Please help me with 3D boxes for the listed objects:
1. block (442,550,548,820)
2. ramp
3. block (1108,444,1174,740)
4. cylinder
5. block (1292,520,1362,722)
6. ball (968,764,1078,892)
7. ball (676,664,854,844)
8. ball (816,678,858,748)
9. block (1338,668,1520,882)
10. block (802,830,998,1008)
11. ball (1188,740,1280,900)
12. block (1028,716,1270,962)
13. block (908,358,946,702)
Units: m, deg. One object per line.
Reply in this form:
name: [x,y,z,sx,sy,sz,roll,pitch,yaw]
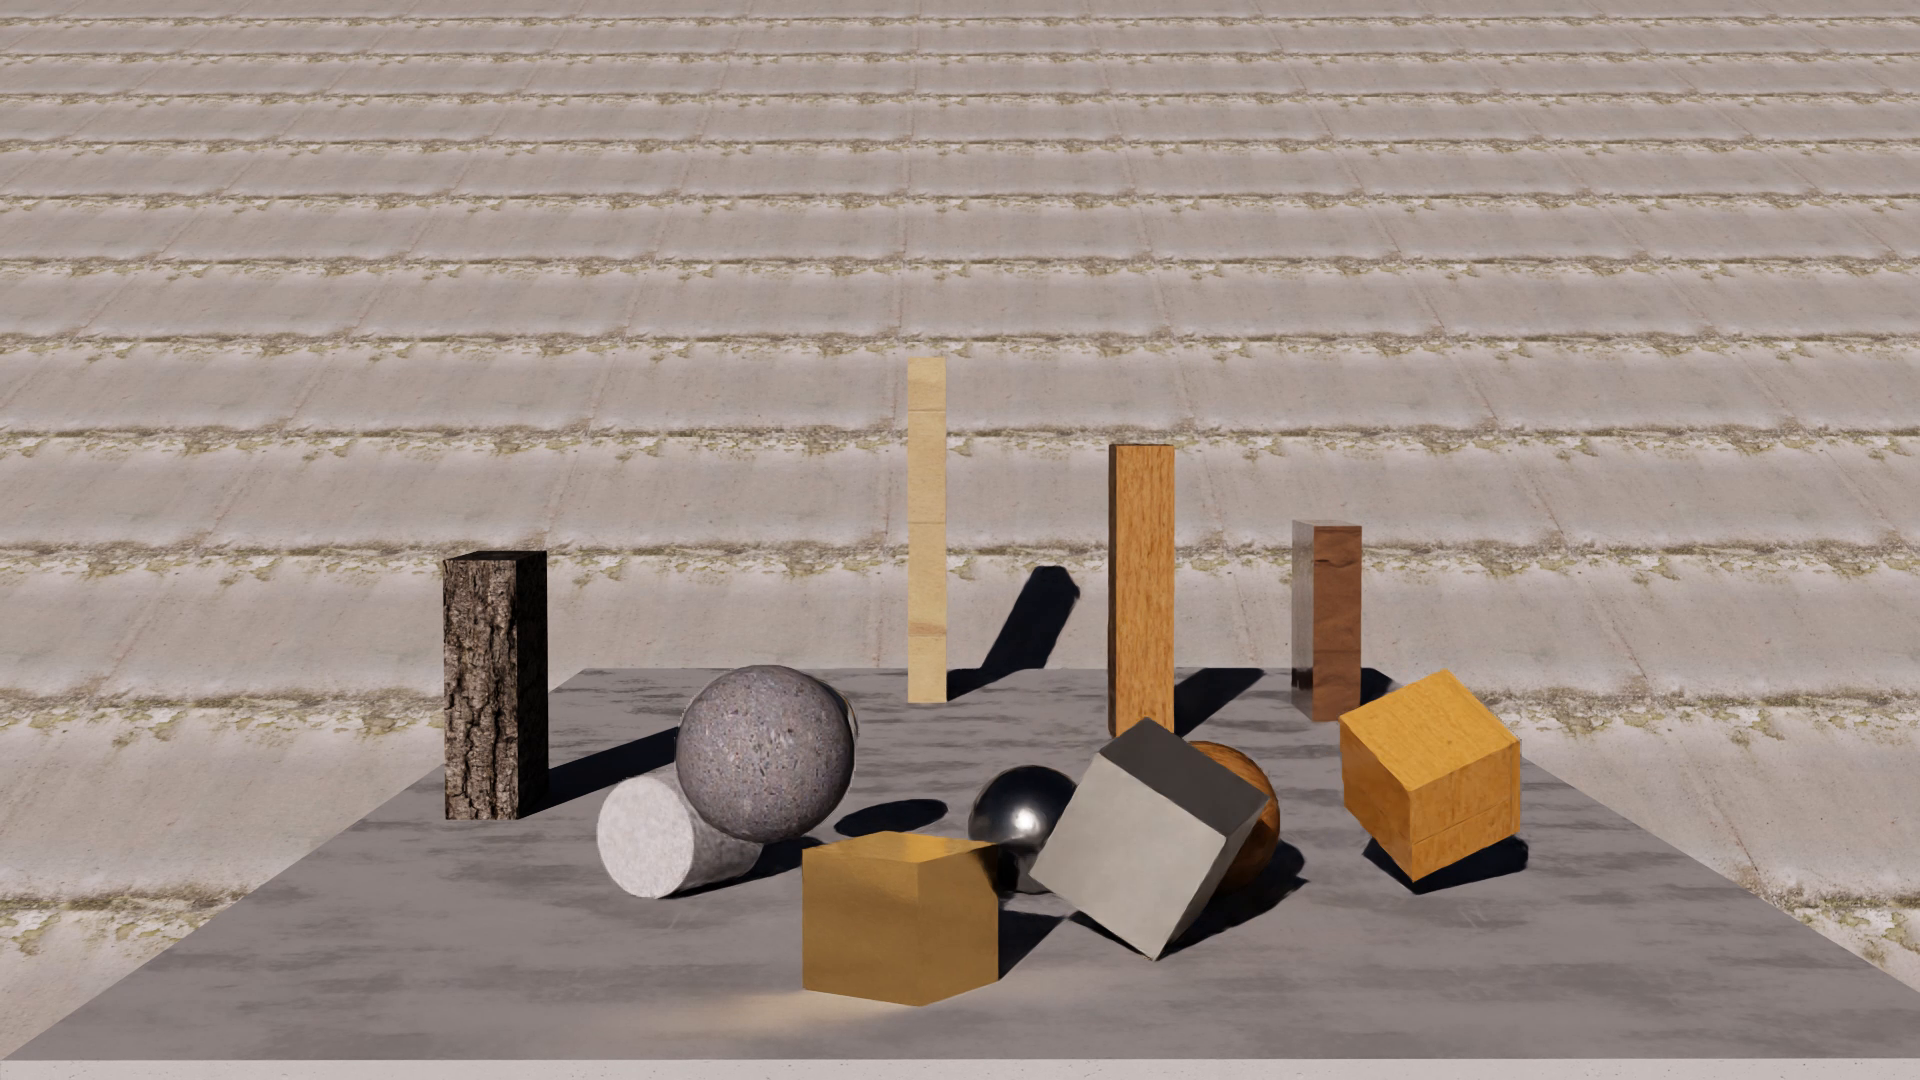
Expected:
block: [-0.755,0.229,4.201,0.115,0.409,0.306,0,3,0]
ramp: [0.052,0.468,4.535,2.000,0.100,4.000,0,3,0]
block: [0.358,0.101,5.113,0.112,0.580,0.266,0,3,0]
cylinder: [-0.372,0.389,3.450,0.160,0.160,0.160,14,10,31]
block: [0.785,0.167,5.525,0.100,0.409,0.344,0,3,0]
ball: [0.096,0.385,3.431,0.170,0.170,0.170,0,22,0]
ball: [-0.201,0.221,2.663,0.185,0.185,0.185,0,22,0]
ball: [-0.219,0.269,3.615,0.152,0.152,0.152,0,22,0]
block: [0.615,0.306,3.367,0.165,0.165,0.165,-22,40,-15]
block: [-0.066,0.418,2.864,0.156,0.156,0.156,2,3,34]
ball: [0.315,0.368,3.374,0.209,0.209,0.209,0,22,0]
block: [0.227,0.352,3.062,0.180,0.180,0.180,33,21,14]
block: [-0.074,-0.029,5.887,0.084,0.768,0.328,0,3,0]
